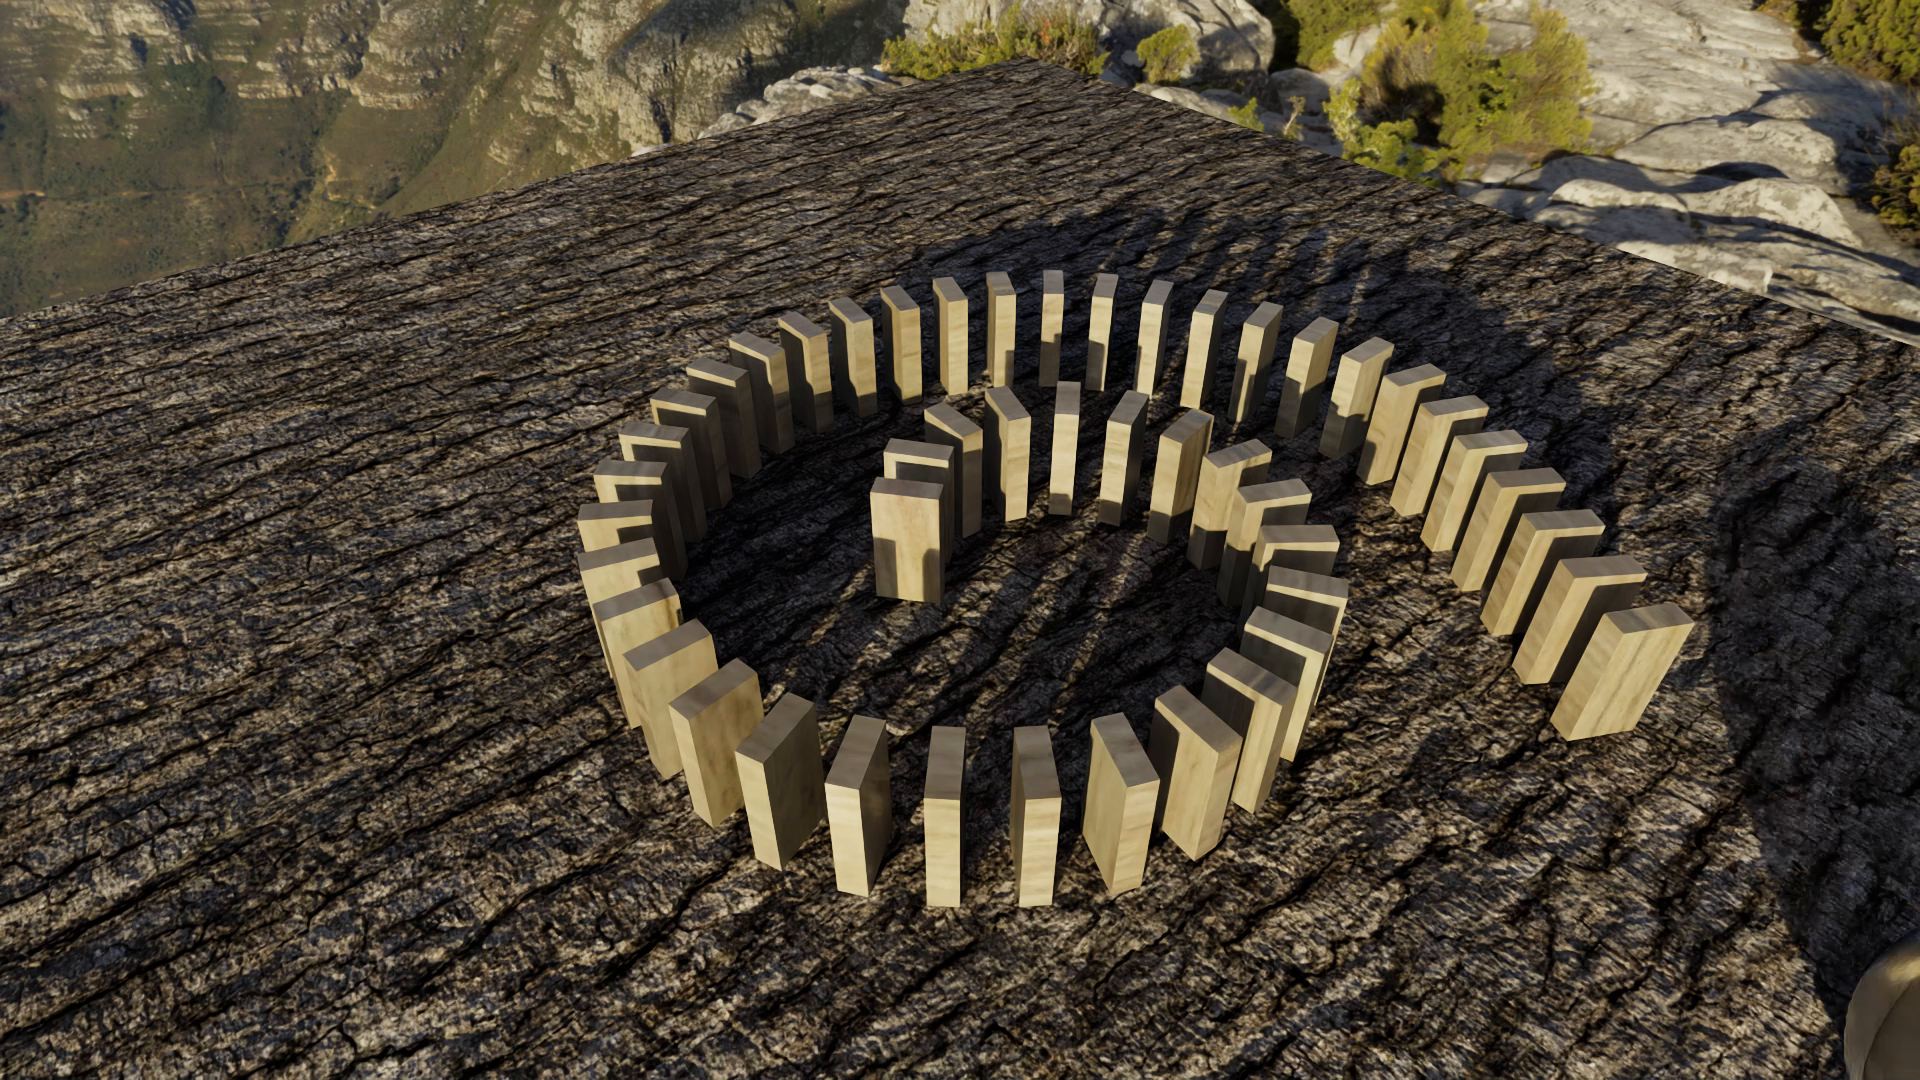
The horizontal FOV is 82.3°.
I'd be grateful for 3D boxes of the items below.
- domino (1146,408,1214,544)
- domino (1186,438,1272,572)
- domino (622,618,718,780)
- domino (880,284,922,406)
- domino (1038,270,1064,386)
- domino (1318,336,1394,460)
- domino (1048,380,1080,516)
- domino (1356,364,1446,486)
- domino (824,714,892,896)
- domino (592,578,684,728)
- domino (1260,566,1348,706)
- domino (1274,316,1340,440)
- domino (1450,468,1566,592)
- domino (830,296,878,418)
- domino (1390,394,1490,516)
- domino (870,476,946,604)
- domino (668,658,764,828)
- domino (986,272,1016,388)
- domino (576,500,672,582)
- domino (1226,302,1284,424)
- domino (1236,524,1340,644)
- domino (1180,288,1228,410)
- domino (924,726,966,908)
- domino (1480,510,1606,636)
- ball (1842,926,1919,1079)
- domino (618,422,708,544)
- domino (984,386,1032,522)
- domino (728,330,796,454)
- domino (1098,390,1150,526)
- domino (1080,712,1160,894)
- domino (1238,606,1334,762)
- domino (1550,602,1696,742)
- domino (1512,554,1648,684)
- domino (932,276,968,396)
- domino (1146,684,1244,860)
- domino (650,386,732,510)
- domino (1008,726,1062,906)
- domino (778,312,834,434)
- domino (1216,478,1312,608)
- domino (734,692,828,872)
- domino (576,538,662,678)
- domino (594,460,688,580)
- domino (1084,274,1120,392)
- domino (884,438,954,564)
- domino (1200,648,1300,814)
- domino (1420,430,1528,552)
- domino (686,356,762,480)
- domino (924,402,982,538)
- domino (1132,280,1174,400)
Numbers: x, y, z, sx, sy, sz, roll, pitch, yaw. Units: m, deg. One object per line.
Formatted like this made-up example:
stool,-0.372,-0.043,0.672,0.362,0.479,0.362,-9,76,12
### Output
domino,0.088,-0.025,0.442,0.009,0.050,0.025,27,47,29
domino,0.104,-0.013,0.428,0.025,0.050,0.010,-18,43,-21
domino,-0.089,0.051,0.349,0.025,0.050,0.010,-27,47,-29
domino,-0.028,-0.093,0.525,0.009,0.050,0.025,-16,42,-19
domino,0.044,-0.103,0.537,0.009,0.050,0.025,2,39,2
domino,0.175,-0.062,0.488,0.025,0.050,0.010,-28,47,-30
domino,0.043,-0.038,0.458,0.010,0.050,0.025,4,39,5
domino,0.189,-0.049,0.471,0.025,0.050,0.009,-16,42,-19
domino,-0.028,0.077,0.317,0.009,0.050,0.025,9,40,11
domino,-0.103,0.038,0.365,0.025,0.050,0.010,-21,44,-24
domino,0.113,0.033,0.371,0.025,0.050,0.009,11,41,13
domino,0.157,-0.073,0.501,0.010,0.050,0.025,28,47,30
domino,0.206,-0.003,0.416,0.025,0.050,0.010,-5,40,-6
domino,-0.050,-0.085,0.516,0.009,0.050,0.025,-21,44,-24
domino,0.197,-0.034,0.453,0.025,0.050,0.009,-10,40,-12
domino,-0.019,0.001,0.411,0.025,0.050,0.009,7,40,8
domino,-0.072,0.062,0.335,0.009,0.050,0.025,30,48,31
domino,0.020,-0.102,0.536,0.009,0.050,0.025,-6,40,-7
domino,-0.121,0.009,0.401,0.025,0.050,0.009,-4,40,-5
domino,0.137,-0.083,0.512,0.009,0.050,0.025,22,44,24
domino,0.116,0.017,0.390,0.025,0.050,0.010,-1,39,-1
domino,0.116,-0.090,0.522,0.010,0.050,0.025,17,42,20
domino,-0.004,0.080,0.314,0.009,0.050,0.025,3,39,3
domino,0.209,0.012,0.396,0.025,0.050,0.009,-4,39,-5
ball,0.244,0.121,0.240,0.080,0.080,0.080,0,39,0
domino,-0.118,-0.023,0.439,0.025,0.050,0.009,7,40,9
domino,0.019,-0.035,0.455,0.010,0.050,0.025,-13,41,-16
domino,-0.088,-0.065,0.491,0.025,0.050,0.010,27,47,29
domino,0.067,-0.033,0.452,0.009,0.050,0.025,16,42,19
domino,0.045,0.077,0.318,0.010,0.050,0.025,-11,41,-13
domino,0.102,0.047,0.354,0.025,0.050,0.009,22,44,25
domino,0.215,0.044,0.358,0.025,0.050,0.010,-7,40,-9
domino,0.212,0.028,0.377,0.025,0.050,0.009,-4,39,-4
domino,-0.005,-0.098,0.532,0.010,0.050,0.025,-11,41,-13
domino,0.067,0.070,0.327,0.010,0.050,0.025,-24,45,-26
domino,-0.111,-0.038,0.458,0.025,0.050,0.010,12,41,14
domino,0.021,0.079,0.314,0.009,0.050,0.025,-3,39,-4
domino,-0.070,-0.076,0.505,0.009,0.050,0.025,-27,46,-29
domino,0.112,0.002,0.409,0.025,0.050,0.009,-9,40,-10
domino,-0.052,0.072,0.324,0.009,0.050,0.025,19,43,22
domino,-0.114,0.024,0.382,0.025,0.050,0.010,-14,41,-16
domino,-0.121,-0.007,0.420,0.025,0.050,0.010,2,39,3
domino,0.069,-0.101,0.534,0.010,0.050,0.025,8,40,10
domino,-0.015,-0.015,0.430,0.025,0.050,0.010,9,40,10
domino,0.086,0.059,0.339,0.025,0.050,0.009,31,48,32
domino,0.202,-0.019,0.435,0.025,0.050,0.010,-7,40,-8
domino,-0.101,-0.052,0.475,0.025,0.050,0.009,18,43,21
domino,-0.003,-0.028,0.446,0.009,0.050,0.025,-26,46,-28
domino,0.093,-0.096,0.529,0.009,0.050,0.025,13,41,15
